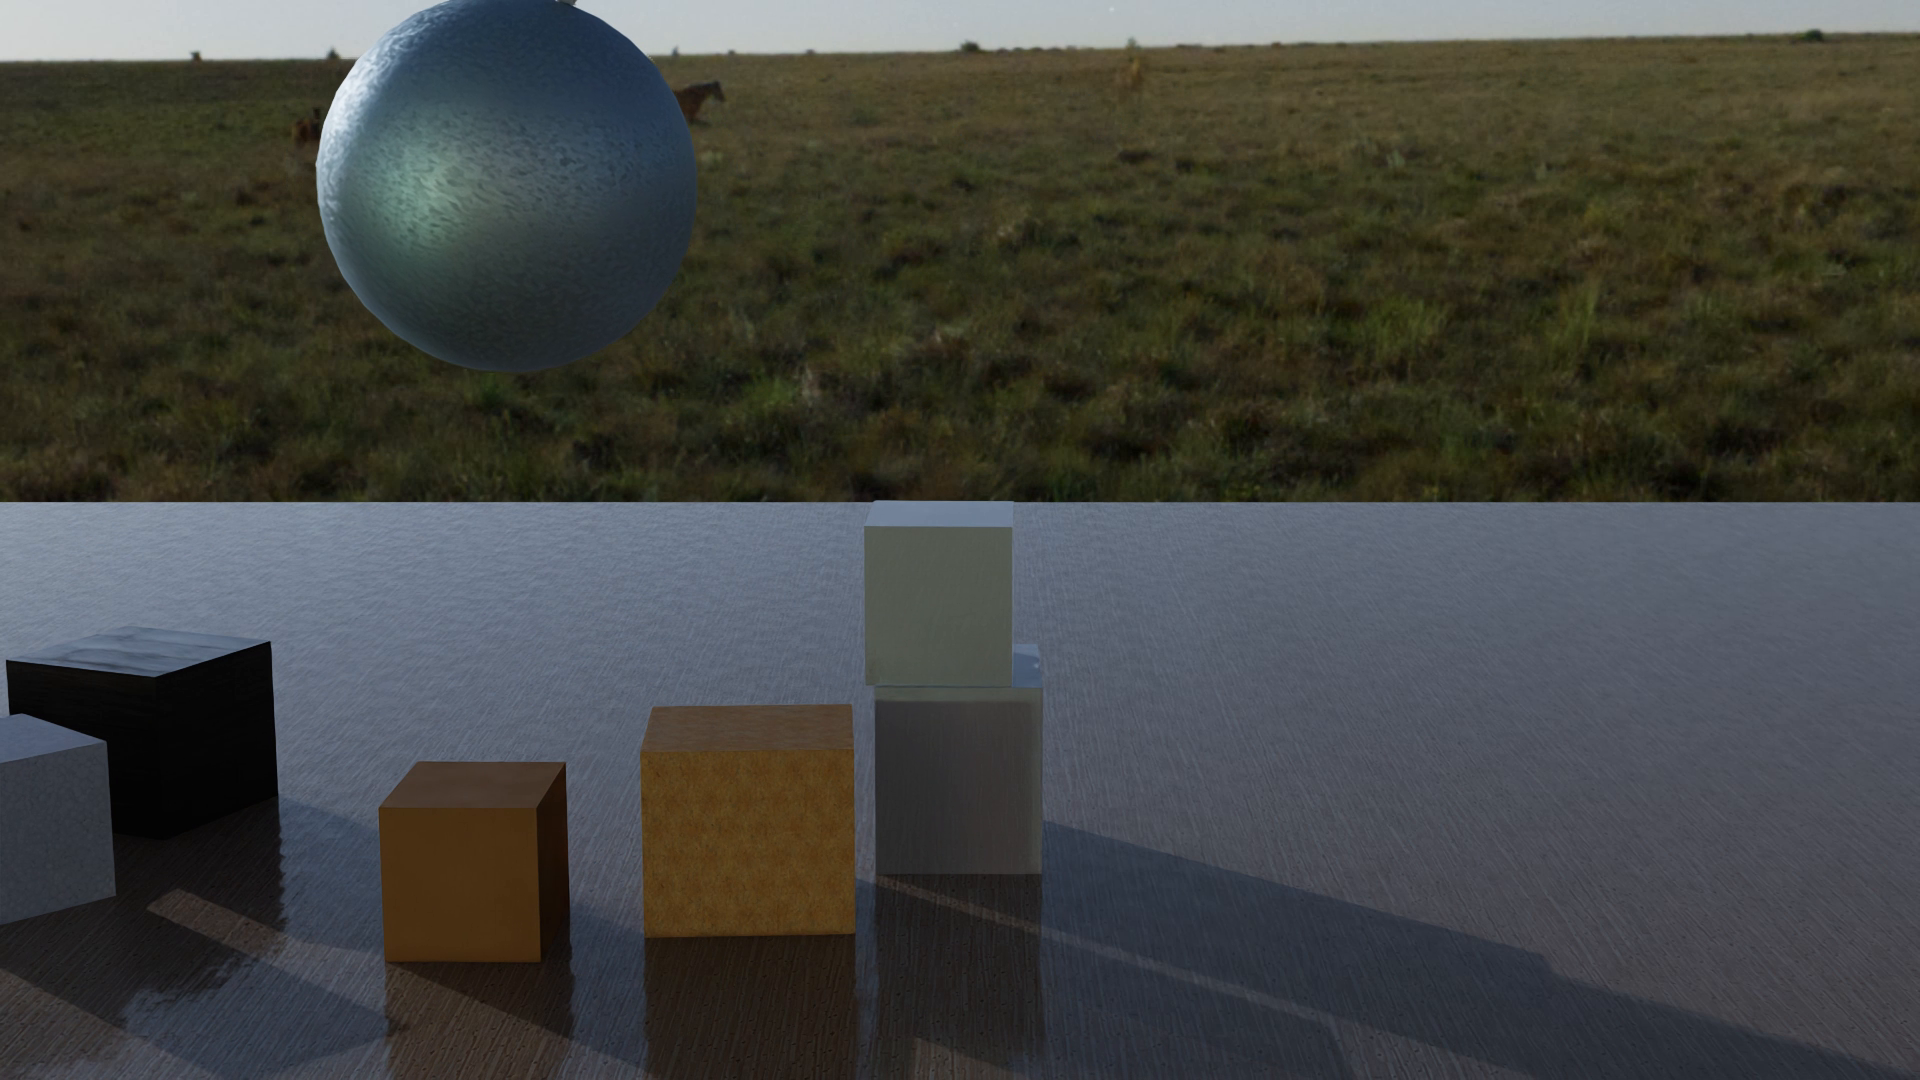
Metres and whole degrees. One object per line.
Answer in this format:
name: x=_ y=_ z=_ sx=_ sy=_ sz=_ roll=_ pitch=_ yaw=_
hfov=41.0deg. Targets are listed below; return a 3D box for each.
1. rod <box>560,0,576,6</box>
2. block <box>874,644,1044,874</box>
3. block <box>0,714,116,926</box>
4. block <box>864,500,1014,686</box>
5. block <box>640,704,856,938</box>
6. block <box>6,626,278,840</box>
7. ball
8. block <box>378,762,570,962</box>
rod: x=-0.830 y=-4.681 z=10.329 sx=0.080 sy=5.200 sz=0.080 roll=18 pitch=10 yaw=-3
block: x=-0.005 y=0.988 z=11.753 sx=0.739 sy=0.851 sz=0.875 roll=0 pitch=10 yaw=0
block: x=-4.171 y=1.205 z=11.010 sx=0.728 sy=0.689 sz=0.744 roll=9 pitch=14 yaw=42
block: x=-0.084 y=0.231 z=11.549 sx=0.644 sy=0.712 sz=0.682 roll=0 pitch=10 yaw=2
block: x=-0.885 y=1.177 z=10.886 sx=0.868 sy=0.789 sz=0.763 roll=-1 pitch=10 yaw=-3
block: x=-3.932 y=0.911 z=12.378 sx=0.884 sy=0.778 sz=0.832 roll=4 pitch=11 yaw=23
ball: x=-1.915 y=-1.511 z=10.906 sx=1.600 sy=1.600 sz=1.600 roll=0 pitch=10 yaw=0
block: x=-1.985 y=1.313 z=10.557 sx=0.627 sy=0.639 sz=0.695 roll=0 pitch=10 yaw=1
